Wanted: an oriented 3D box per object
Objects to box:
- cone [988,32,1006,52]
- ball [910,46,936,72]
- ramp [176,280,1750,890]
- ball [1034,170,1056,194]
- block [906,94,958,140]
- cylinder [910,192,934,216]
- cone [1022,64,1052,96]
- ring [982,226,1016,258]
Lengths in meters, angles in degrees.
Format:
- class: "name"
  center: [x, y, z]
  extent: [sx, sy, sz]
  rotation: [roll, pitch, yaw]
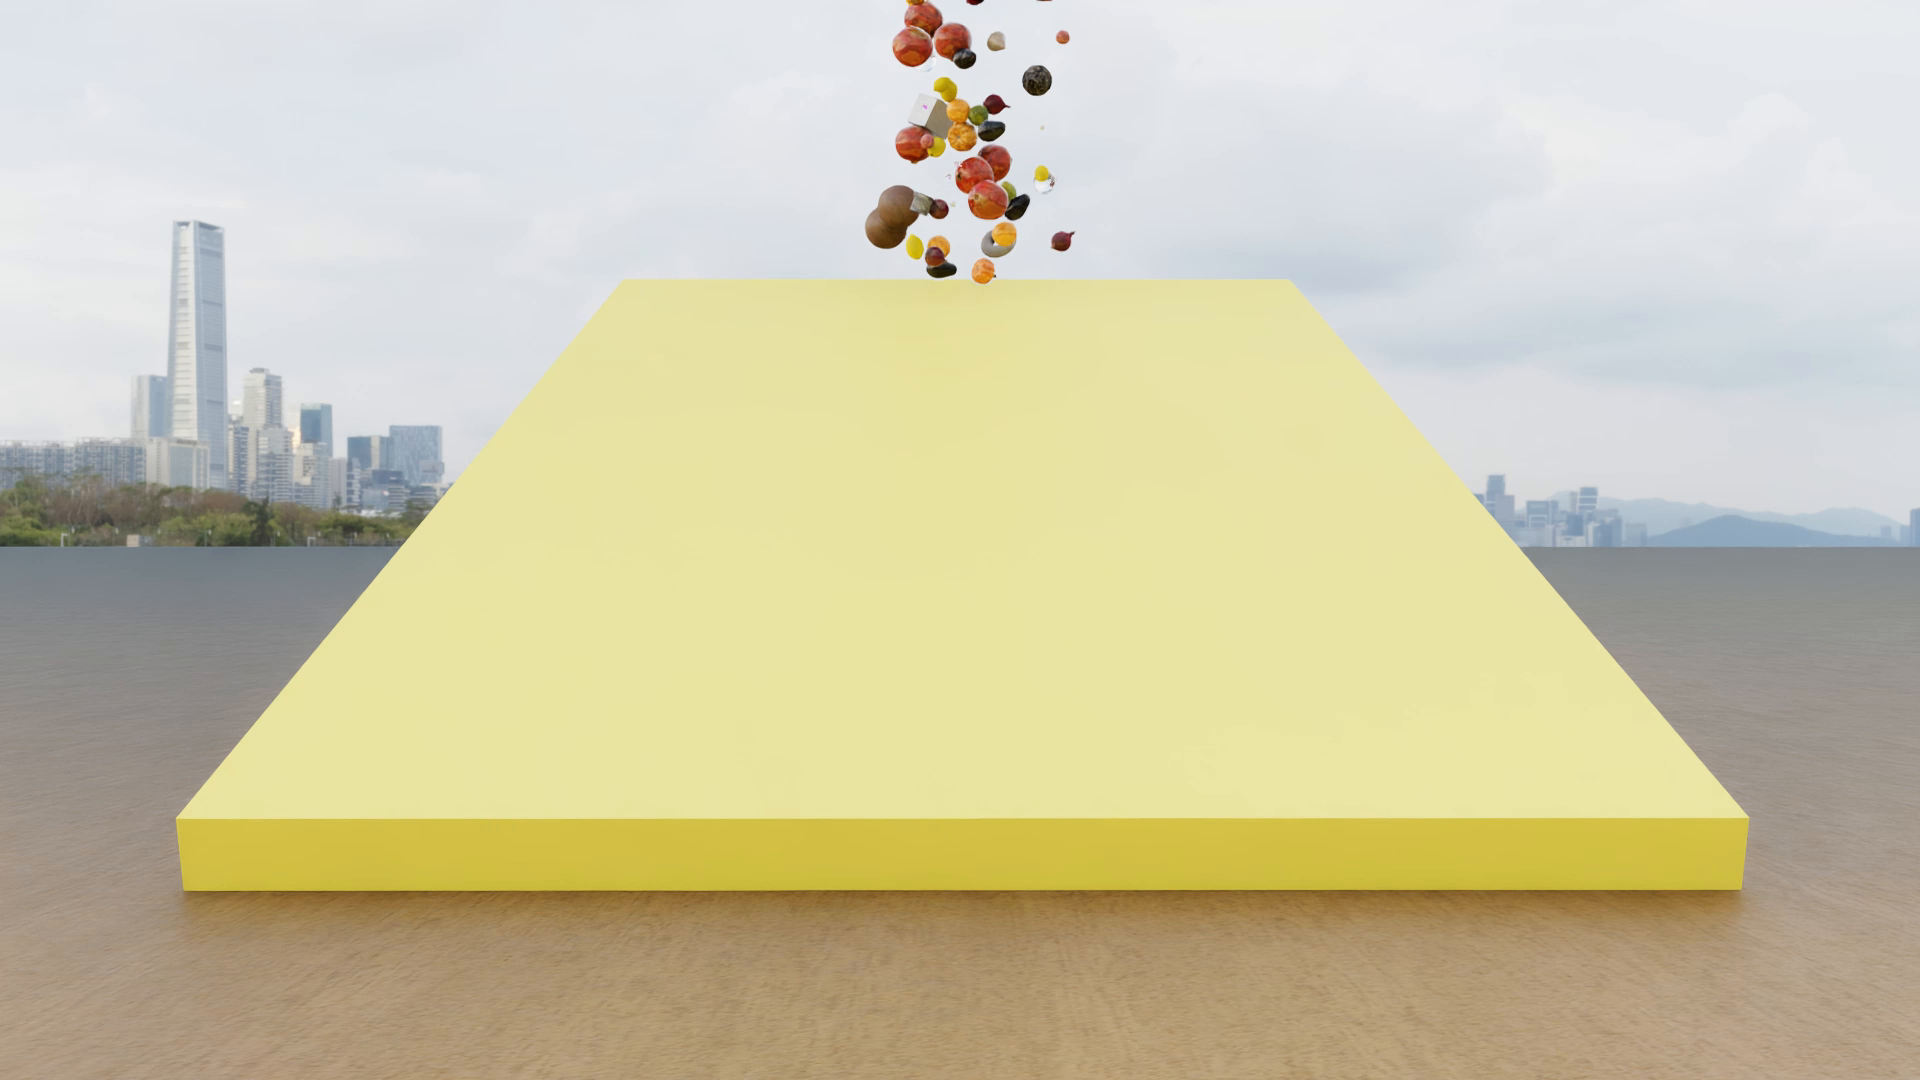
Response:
- class: "cone"
  center: [0.118, -1.424, 6.375]
  extent: [0.061, 0.061, 0.061]
  rotation: [0, 32, -29]
- class: "ball"
  center: [-0.108, -1.439, 6.625]
  extent: [0.078, 0.078, 0.078]
  rotation: [0, 0, 0]
- class: "ramp"
  center: [-0.002, -0.167, 4.746]
  extent: [2.000, 0.100, 4.000]
  rotation: [0, 17, 0]
- class: "ball"
  center: [0.240, -1.018, 6.289]
  extent: [0.065, 0.065, 0.065]
  rotation: [0, 0, 0]
- class: "block"
  center: [-0.080, -1.253, 6.548]
  extent: [0.092, 0.092, 0.092]
  rotation: [24, 3, -42]
- class: "cylinder"
  center: [-0.108, -0.953, 6.280]
  extent: [0.054, 0.054, 0.054]
  rotation: [22, 7, -3]
- class: "cone"
  center: [0.215, -1.336, 6.431]
  extent: [0.090, 0.090, 0.090]
  rotation: [0, 9, 14]
- class: "ring"
  center: [0.116, -0.889, 6.609]
  extent: [0.112, 0.112, 0.037]
  rotation: [0, -34, 27]
